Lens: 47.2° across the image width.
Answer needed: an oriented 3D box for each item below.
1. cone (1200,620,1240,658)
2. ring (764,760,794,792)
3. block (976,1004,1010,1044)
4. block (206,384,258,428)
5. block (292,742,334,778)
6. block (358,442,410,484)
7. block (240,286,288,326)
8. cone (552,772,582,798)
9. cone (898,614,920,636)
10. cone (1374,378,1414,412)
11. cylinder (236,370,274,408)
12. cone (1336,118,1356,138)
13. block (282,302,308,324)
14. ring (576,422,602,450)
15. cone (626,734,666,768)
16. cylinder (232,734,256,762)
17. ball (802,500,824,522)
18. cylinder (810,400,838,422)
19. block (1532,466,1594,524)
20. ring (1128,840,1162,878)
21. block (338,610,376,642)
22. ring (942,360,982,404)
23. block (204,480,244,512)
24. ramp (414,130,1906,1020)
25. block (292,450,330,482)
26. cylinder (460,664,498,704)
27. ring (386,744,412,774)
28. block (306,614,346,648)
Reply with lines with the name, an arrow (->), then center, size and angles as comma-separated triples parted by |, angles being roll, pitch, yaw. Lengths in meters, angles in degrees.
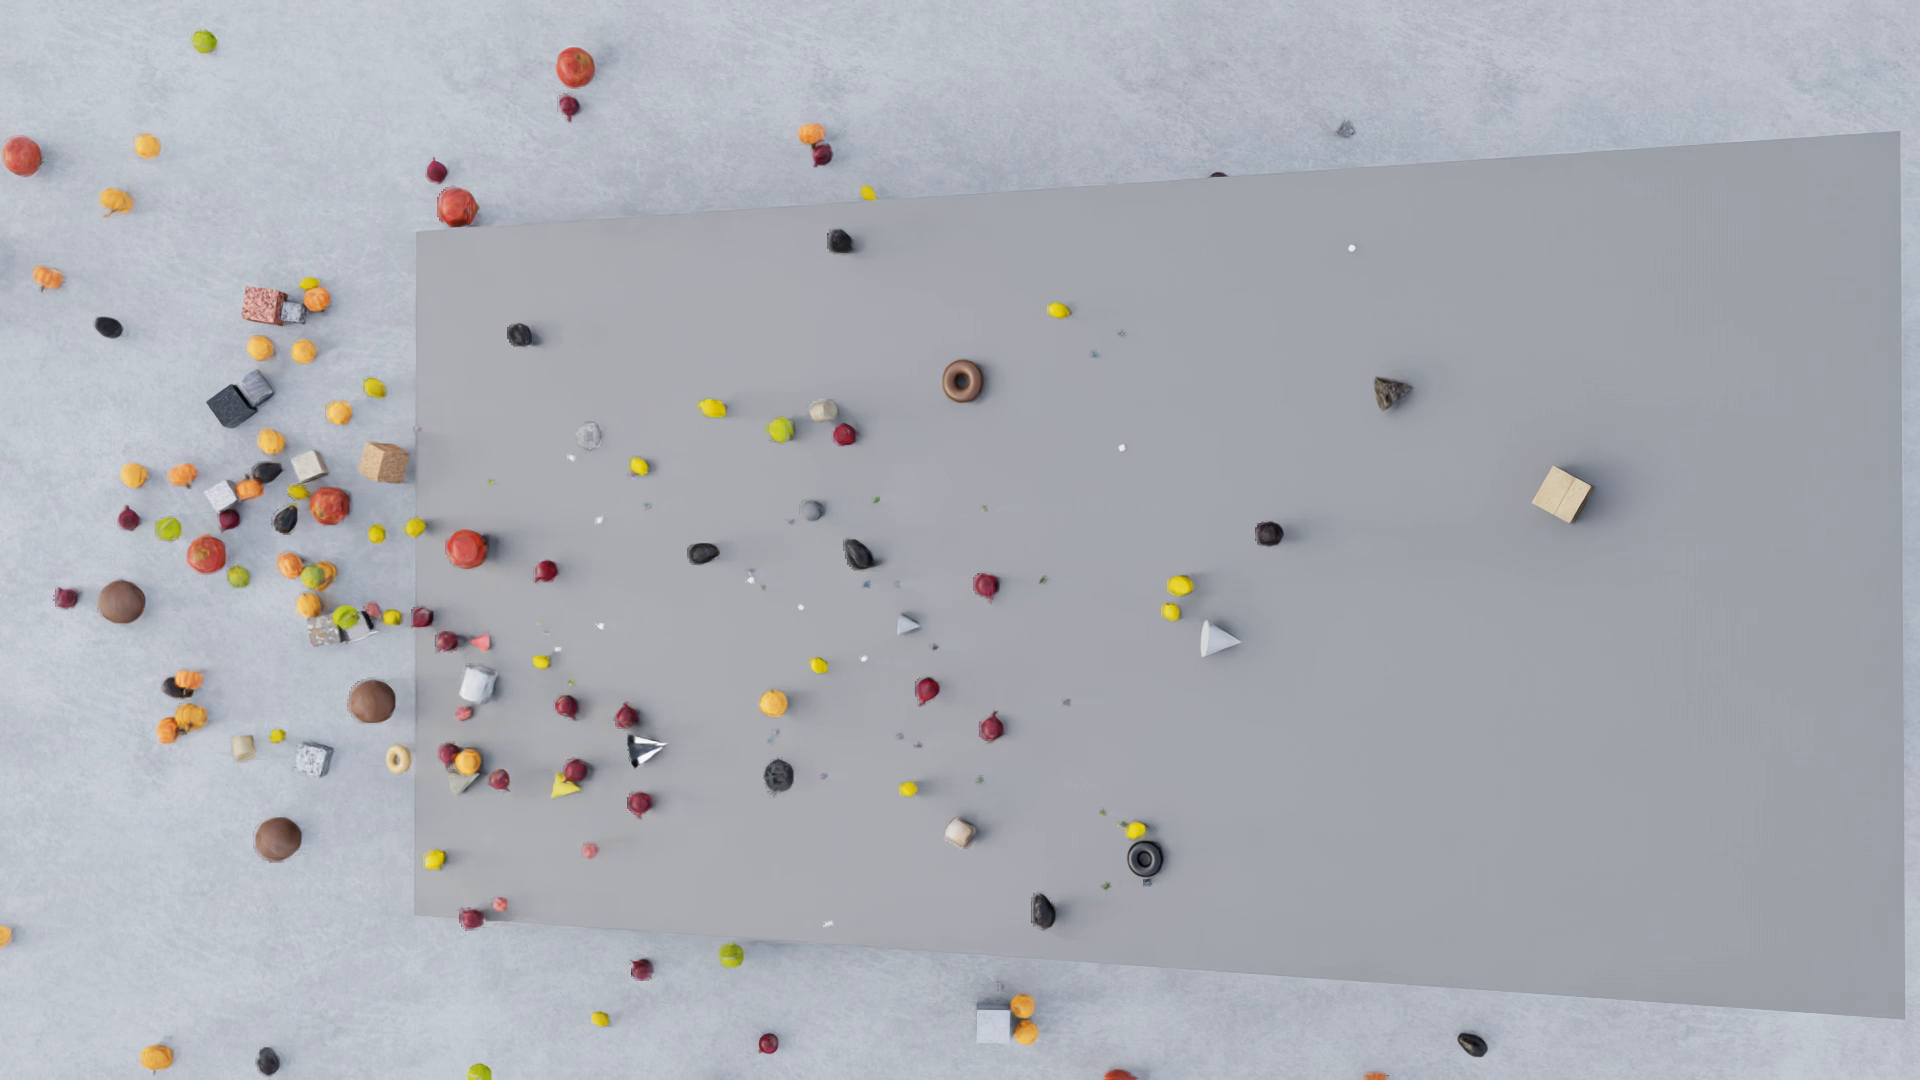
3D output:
cone -> 0.659, 0.251, 5.507 | 0.094, 0.094, 0.094 | 5, 89, -5
ring -> -0.491, 0.640, 5.969 | 0.087, 0.029, 0.087 | 0, 89, 21
block -> 0.097, 1.419, 6.459 | 0.096, 0.096, 0.096 | 1, 89, 0
block -> -2.146, -0.393, 6.485 | 0.091, 0.091, 0.091 | -36, 89, 0
block -> -1.905, 0.646, 6.476 | 0.083, 0.083, 0.083 | 15, 89, 0
block -> -1.688, -0.228, 6.449 | 0.092, 0.092, 0.092 | 25, 104, 36
block -> -2.051, -0.690, 6.486 | 0.096, 0.096, 0.096 | 9, 89, 0
cone -> -1.104, 0.698, 6.209 | 0.080, 0.080, 0.080 | 12, 89, -8
cone -> -0.133, 0.225, 5.832 | 0.059, 0.059, 0.059 | 3, 89, -11
cone -> 1.065, -0.363, 5.355 | 0.086, 0.086, 0.086 | -13, 89, -6
cylinder -> -2.080, -0.446, 6.491 | 0.079, 0.079, 0.079 | -36, 89, 0
cone -> 1.145, -1.234, 6.528 | 0.055, 0.055, 0.055 | 6, 63, 0
block -> -1.970, -0.671, 6.506 | 0.055, 0.055, 0.055 | 8, 89, 0
ring -> -1.046, -0.294, 6.203 | 0.083, 0.028, 0.083 | 0, 90, 21
cone -> -0.866, 0.579, 6.111 | 0.100, 0.100, 0.100 | -11, 89, -5
cylinder -> -2.108, 0.612, 6.476 | 0.060, 0.060, 0.060 | -16, 70, 0
ball -> -0.398, -0.079, 5.925 | 0.058, 0.058, 0.058 | 0, 89, 0
cylinder -> -0.367, -0.344, 5.910 | 0.052, 0.052, 0.052 | -9, 89, 43
block -> 1.421, -0.106, 5.177 | 0.099, 0.099, 0.099 | 31, 101, 19
ring -> 0.469, 0.810, 5.582 | 0.094, 0.031, 0.094 | -1, 88, 23
block -> -1.778, 0.255, 6.486 | 0.072, 0.072, 0.072 | -24, 89, 0
ring -> 0.007, -0.417, 5.779 | 0.115, 0.038, 0.115 | 0, 91, 22
block -> -2.171, -0.129, 6.492 | 0.070, 0.070, 0.070 | -31, 89, 0
ramp -> 0.283, 0.087, 5.736 | 4.000, 0.100, 2.000 | 0, 89, 22
block -> -1.918, -0.218, 6.492 | 0.071, 0.071, 0.071 | -22, 89, 0
cylinder -> -1.378, 0.411, 6.293 | 0.087, 0.087, 0.087 | 18, 97, 0
ring -> -1.644, 0.641, 6.441 | 0.089, 0.030, 0.089 | -1, 88, 32
block -> -1.864, 0.265, 6.479 | 0.086, 0.086, 0.086 | -10, 89, 0
